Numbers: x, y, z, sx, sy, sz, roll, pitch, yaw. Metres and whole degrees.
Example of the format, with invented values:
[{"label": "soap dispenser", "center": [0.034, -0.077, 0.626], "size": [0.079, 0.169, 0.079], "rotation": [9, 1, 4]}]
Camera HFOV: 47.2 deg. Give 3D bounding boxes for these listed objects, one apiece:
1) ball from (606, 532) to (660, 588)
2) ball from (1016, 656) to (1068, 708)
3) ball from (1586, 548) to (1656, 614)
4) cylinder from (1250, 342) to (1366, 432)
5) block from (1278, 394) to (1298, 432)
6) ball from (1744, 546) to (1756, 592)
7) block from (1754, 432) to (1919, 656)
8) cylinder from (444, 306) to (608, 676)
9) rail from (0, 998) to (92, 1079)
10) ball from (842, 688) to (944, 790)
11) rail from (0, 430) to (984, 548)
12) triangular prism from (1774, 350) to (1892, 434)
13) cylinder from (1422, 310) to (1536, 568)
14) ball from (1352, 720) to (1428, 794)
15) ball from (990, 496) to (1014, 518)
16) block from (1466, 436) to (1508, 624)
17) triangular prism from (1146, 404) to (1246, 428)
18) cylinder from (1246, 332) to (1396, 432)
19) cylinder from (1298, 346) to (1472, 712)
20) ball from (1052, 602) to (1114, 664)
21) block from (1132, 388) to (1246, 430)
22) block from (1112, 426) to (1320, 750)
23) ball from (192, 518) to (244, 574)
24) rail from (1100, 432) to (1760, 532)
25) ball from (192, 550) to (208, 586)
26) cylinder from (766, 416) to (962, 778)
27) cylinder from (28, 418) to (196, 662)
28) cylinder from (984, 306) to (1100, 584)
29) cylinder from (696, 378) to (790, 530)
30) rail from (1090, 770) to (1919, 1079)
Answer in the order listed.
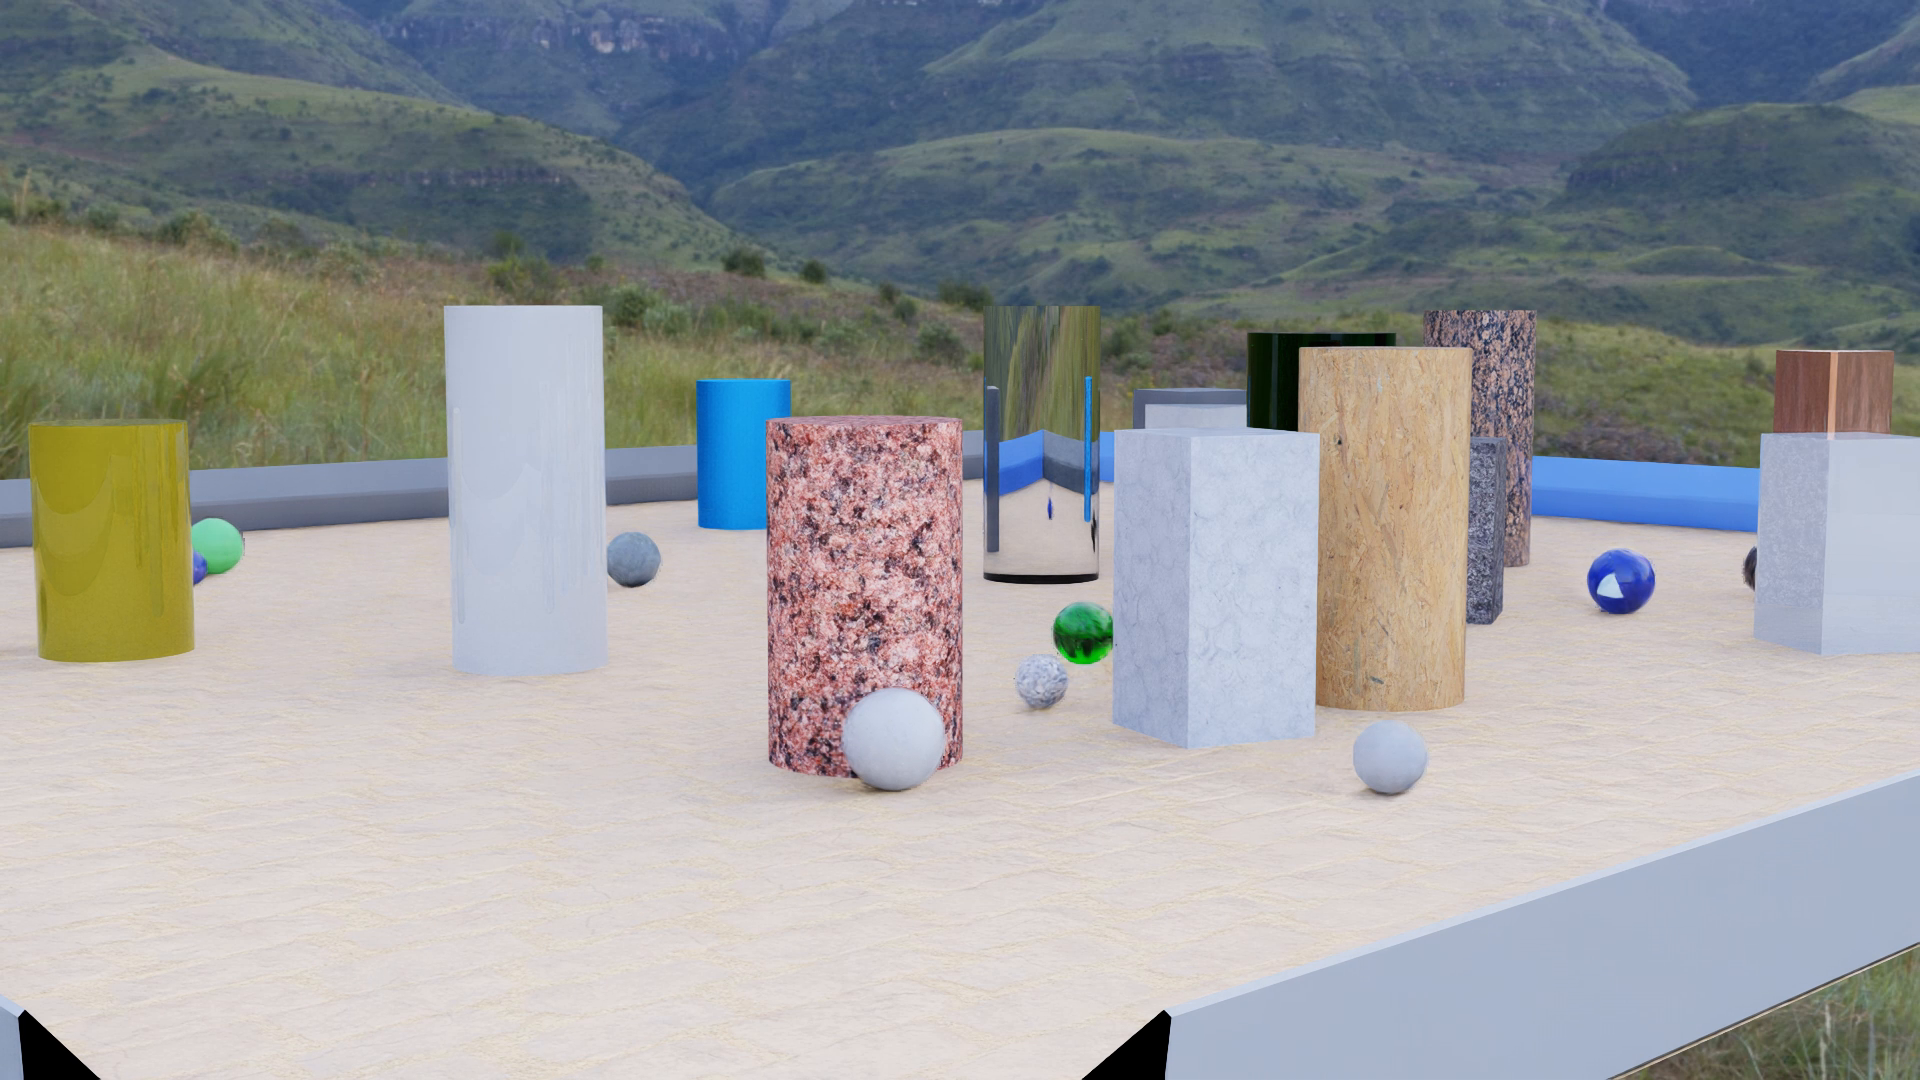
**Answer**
[{"label": "ball", "center": [-0.526, 0.031, 3.528], "size": [0.090, 0.090, 0.090], "rotation": [0, 6, 0]}, {"label": "ball", "center": [0.092, 0.159, 2.462], "size": [0.059, 0.059, 0.059], "rotation": [0, 6, 0]}, {"label": "ball", "center": [0.968, 0.060, 3.218], "size": [0.097, 0.097, 0.097], "rotation": [0, 6, 0]}, {"label": "cylinder", "center": [0.594, -0.145, 3.771], "size": [0.193, 0.389, 0.193], "rotation": [0, 6, 0]}, {"label": "block", "center": [0.734, -0.154, 4.429], "size": [0.155, 0.269, 0.155], "rotation": [3, 7, 23]}, {"label": "ball", "center": [1.252, 0.045, 3.379], "size": [0.093, 0.093, 0.093], "rotation": [0, 6, 0]}, {"label": "block", "center": [1.170, 0.001, 2.915], "size": [0.155, 0.278, 0.155], "rotation": [-1, 6, -12]}, {"label": "cylinder", "center": [-0.541, -0.067, 2.750], "size": [0.193, 0.448, 0.193], "rotation": [0, 6, 0]}, {"label": "rail", "center": [-1.379, 0.166, 2.066], "size": [0.045, 0.126, 3.568], "rotation": [-6, 8, -42]}, {"label": "ball", "center": [-0.062, 0.185, 2.042], "size": [0.095, 0.095, 0.095], "rotation": [0, 6, 0]}, {"label": "rail", "center": [-1.194, -0.102, 4.619], "size": [3.801, 0.126, 0.045], "rotation": [-6, 8, -42]}, {"label": "triangular prism", "center": [1.333, -0.104, 3.427], "size": [0.167, 0.380, 0.145], "rotation": [-5, 8, -38]}, {"label": "cylinder", "center": [0.909, -0.182, 3.868], "size": [0.193, 0.442, 0.193], "rotation": [0, 6, 0]}, {"label": "ball", "center": [0.396, 0.200, 2.028], "size": [0.068, 0.068, 0.068], "rotation": [0, 6, 0]}, {"label": "ball", "center": [0.090, -0.071, 4.706], "size": [0.048, 0.048, 0.048], "rotation": [0, 6, 0]}, {"label": "block", "center": [0.705, -0.018, 3.196], "size": [0.155, 0.257, 0.155], "rotation": [2, 6, 20]}, {"label": "triangular prism", "center": [0.332, -0.041, 3.183], "size": [0.145, 0.306, 0.167], "rotation": [4, 7, 36]}, {"label": "cylinder", "center": [0.473, -0.065, 2.897], "size": [0.193, 0.414, 0.193], "rotation": [0, 6, 0]}, {"label": "cylinder", "center": [0.482, -0.019, 2.515], "size": [0.193, 0.400, 0.193], "rotation": [0, 6, 0]}, {"label": "ball", "center": [0.156, 0.117, 2.762], "size": [0.079, 0.079, 0.079], "rotation": [0, 6, 0]}, {"label": "block", "center": [0.423, -0.124, 4.000], "size": [0.155, 0.299, 0.155], "rotation": [-4, 7, -33]}, {"label": "block", "center": [0.267, 0.044, 2.318], "size": [0.155, 0.317, 0.155], "rotation": [-3, 7, -26]}, {"label": "ball", "center": [-1.255, 0.011, 3.695], "size": [0.095, 0.095, 0.095], "rotation": [0, 6, 0]}, {"label": "rail", "center": [1.379, -0.100, 4.598], "size": [0.045, 0.126, 3.568], "rotation": [-6, 8, -42]}, {"label": "ball", "center": [-1.241, 0.045, 3.531], "size": [0.062, 0.062, 0.062], "rotation": [0, 6, 0]}, {"label": "cylinder", "center": [-0.094, 0.049, 2.175], "size": [0.193, 0.336, 0.193], "rotation": [0, 6, 0]}, {"label": "cylinder", "center": [-1.102, -0.004, 2.860], "size": [0.193, 0.299, 0.193], "rotation": [0, 6, 0]}, {"label": "cylinder", "center": [0.135, -0.161, 3.638], "size": [0.193, 0.450, 0.193], "rotation": [0, 6, 0]}, {"label": "cylinder", "center": [-0.445, -0.179, 4.532], "size": [0.193, 0.299, 0.193], "rotation": [0, 6, 0]}, {"label": "rail", "center": [1.194, 0.168, 2.045], "size": [3.801, 0.126, 0.045], "rotation": [-6, 8, -42]}]
